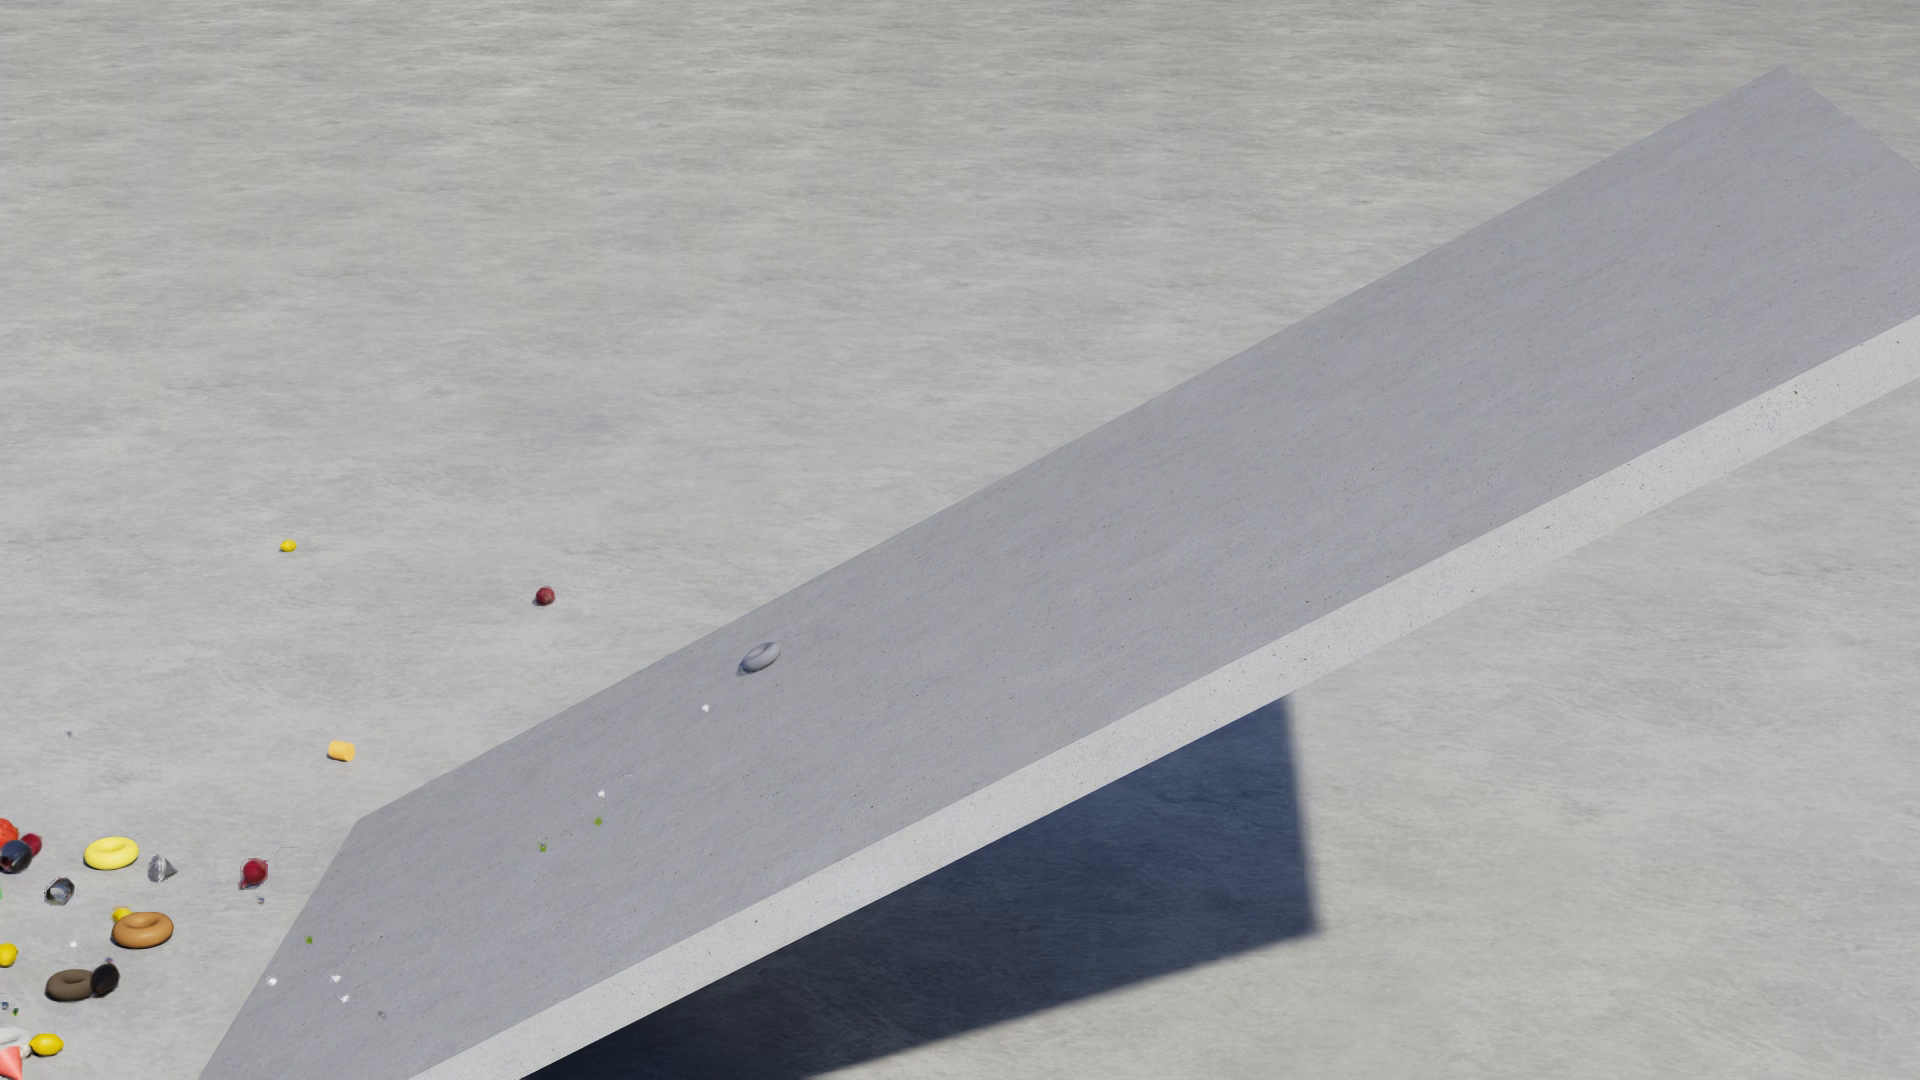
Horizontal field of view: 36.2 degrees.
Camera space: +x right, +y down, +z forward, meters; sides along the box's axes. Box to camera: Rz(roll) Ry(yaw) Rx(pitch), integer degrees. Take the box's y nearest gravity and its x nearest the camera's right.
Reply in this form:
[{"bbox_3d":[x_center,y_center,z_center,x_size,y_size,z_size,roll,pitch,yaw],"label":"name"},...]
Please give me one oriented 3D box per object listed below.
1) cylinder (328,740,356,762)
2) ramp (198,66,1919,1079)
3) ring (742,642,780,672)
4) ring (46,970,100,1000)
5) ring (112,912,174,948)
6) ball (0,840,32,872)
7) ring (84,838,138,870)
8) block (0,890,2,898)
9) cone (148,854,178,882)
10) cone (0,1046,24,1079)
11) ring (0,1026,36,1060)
[{"bbox_3d":[-1.729,0.589,8.228,0.052,0.052,0.052,8,20,23],"label":"cylinder"},{"bbox_3d":[0.142,0.168,6.284,4.000,0.100,2.000,-28,15,12],"label":"ramp"},{"bbox_3d":[-0.465,0.274,6.874,0.103,0.034,0.103,-28,15,8],"label":"ring"},{"bbox_3d":[-2.076,1.041,6.879,0.121,0.040,0.121,2,16,-1],"label":"ring"},{"bbox_3d":[-1.987,0.948,7.150,0.146,0.049,0.146,0,17,0],"label":"ring"},{"bbox_3d":[-2.413,0.808,7.514,0.084,0.084,0.084,0,18,0],"label":"ball"},{"bbox_3d":[-2.187,0.807,7.580,0.138,0.046,0.138,0,20,0],"label":"ring"},{"bbox_3d":[-2.445,0.871,7.360,0.061,0.061,0.061,12,22,32],"label":"block"},{"bbox_3d":[-2.019,0.842,7.497,0.071,0.071,0.071,14,-4,36],"label":"cone"},{"bbox_3d":[-2.089,1.171,6.495,0.077,0.077,0.077,43,39,25],"label":"cone"},{"bbox_3d":[-2.142,1.134,6.595,0.131,0.044,0.131,1,19,0],"label":"ring"}]
